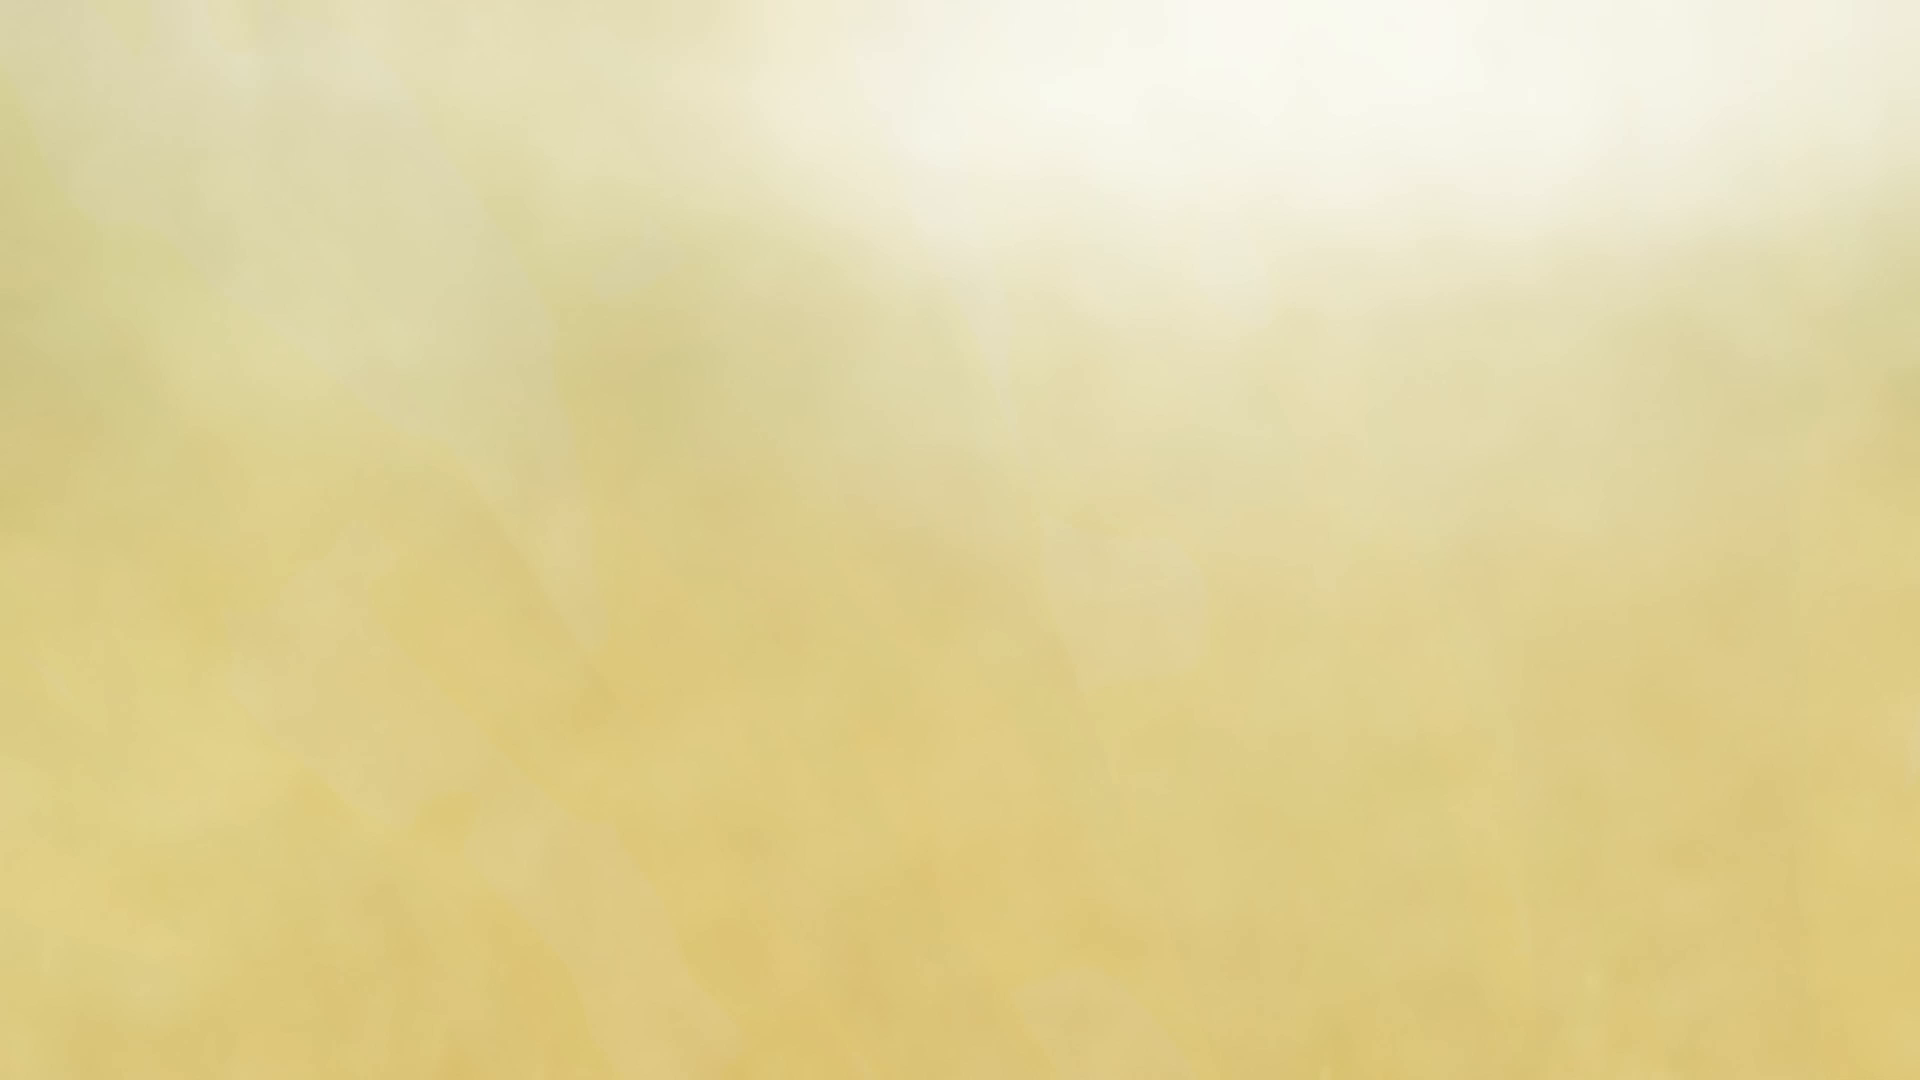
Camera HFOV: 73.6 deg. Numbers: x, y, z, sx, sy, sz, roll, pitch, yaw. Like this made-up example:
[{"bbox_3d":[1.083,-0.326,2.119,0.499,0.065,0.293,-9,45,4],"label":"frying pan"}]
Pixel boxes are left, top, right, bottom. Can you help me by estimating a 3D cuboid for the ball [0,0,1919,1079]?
[{"bbox_3d":[0.003,-0.005,0.043,0.080,0.080,0.080,0,4,0],"label":"ball"}]
